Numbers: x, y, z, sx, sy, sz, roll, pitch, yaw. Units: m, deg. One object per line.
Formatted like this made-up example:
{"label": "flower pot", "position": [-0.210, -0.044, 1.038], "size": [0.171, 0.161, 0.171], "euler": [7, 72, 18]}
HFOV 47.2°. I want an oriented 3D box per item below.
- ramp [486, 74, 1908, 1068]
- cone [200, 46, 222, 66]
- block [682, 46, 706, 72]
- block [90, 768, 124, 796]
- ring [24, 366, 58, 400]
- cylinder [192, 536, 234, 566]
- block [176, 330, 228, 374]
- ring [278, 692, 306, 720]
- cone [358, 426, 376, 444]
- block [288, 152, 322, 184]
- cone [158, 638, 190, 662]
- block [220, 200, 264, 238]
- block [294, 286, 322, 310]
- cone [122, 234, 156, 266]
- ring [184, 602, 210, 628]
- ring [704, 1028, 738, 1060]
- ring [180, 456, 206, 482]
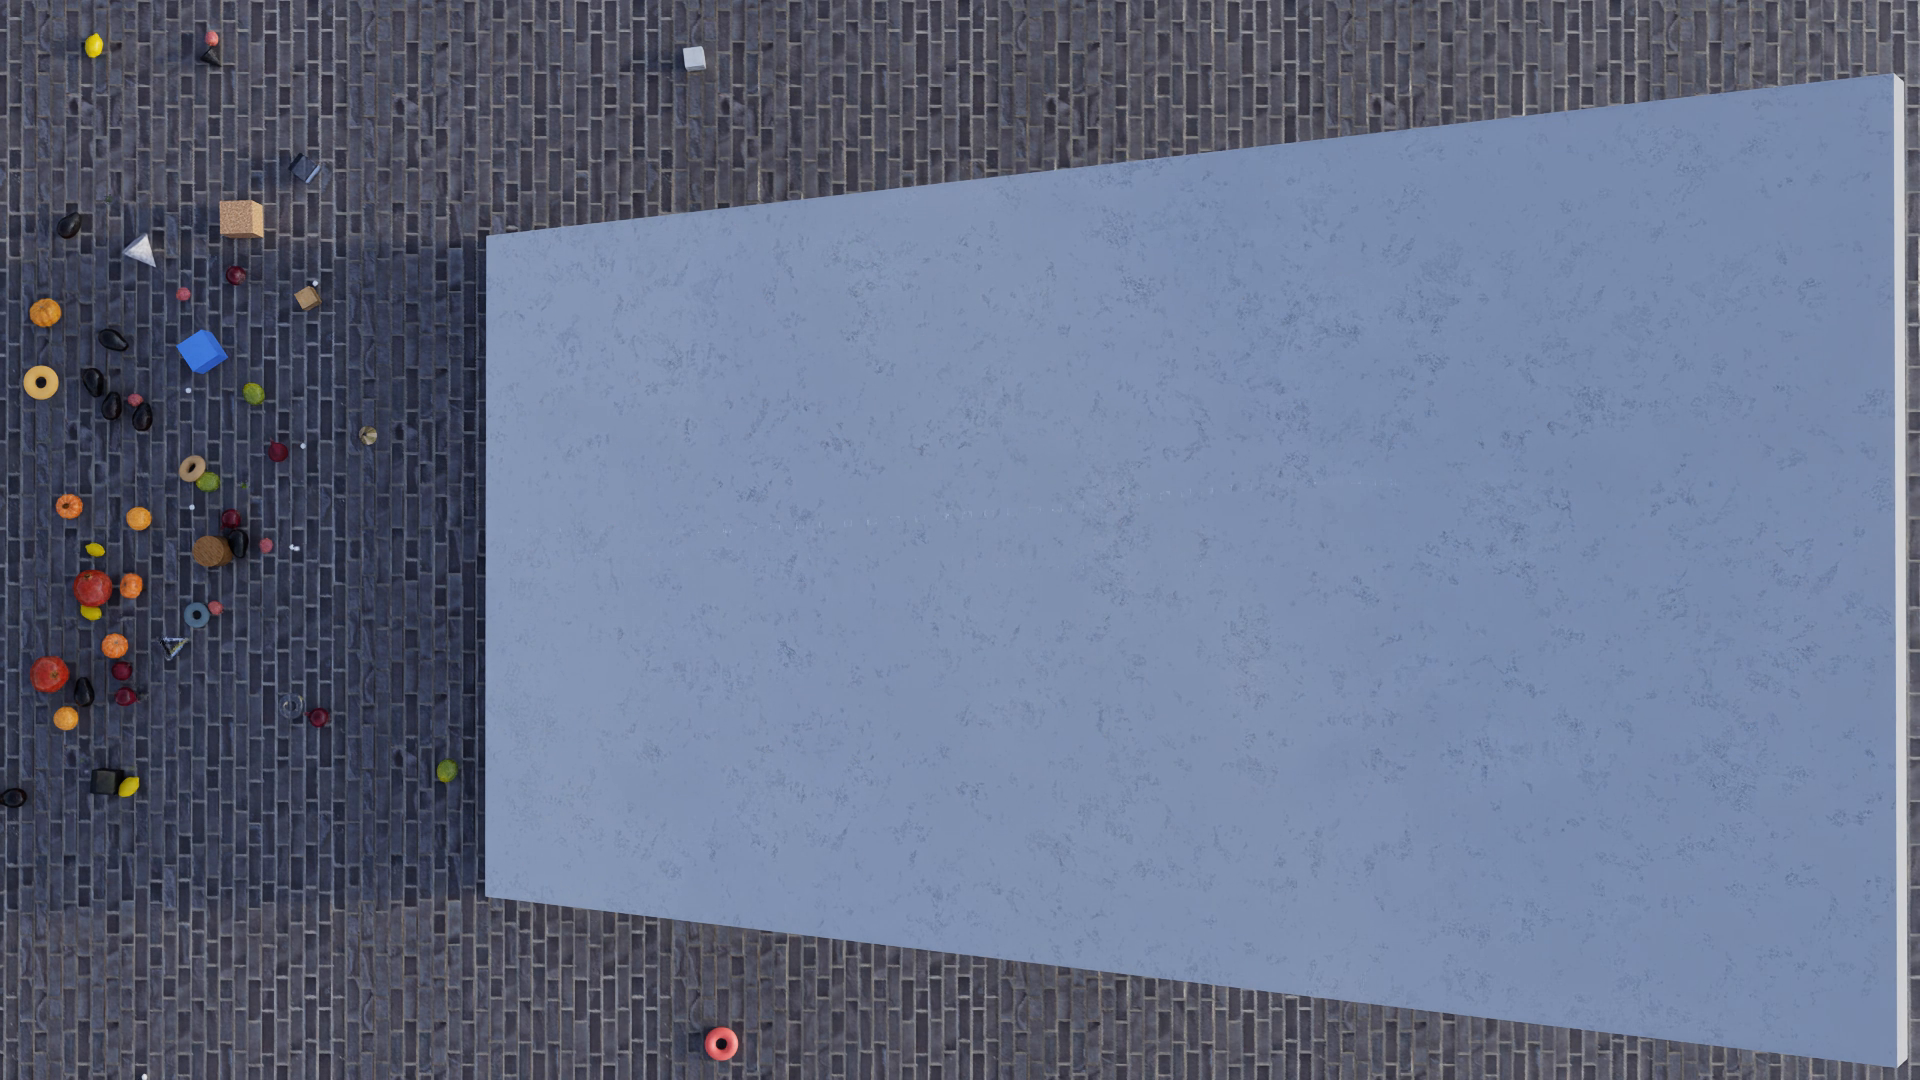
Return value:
{"label": "ramp", "position": [0.251, 0.069, 5.581], "size": [4.000, 0.100, 2.000], "euler": [0, 89, 34]}
{"label": "cone", "position": [-2.285, -1.471, 6.739], "size": [0.061, 0.061, 0.061], "euler": [-45, 116, 0]}
{"label": "block", "position": [-0.812, -1.471, 6.724], "size": [0.058, 0.058, 0.058], "euler": [-7, 90, 0]}
{"label": "block", "position": [-2.598, 0.736, 6.699], "size": [0.071, 0.071, 0.071], "euler": [5, 90, 0]}
{"label": "ring", "position": [-2.811, -0.482, 6.727], "size": [0.105, 0.035, 0.105], "euler": [0, 89, -1]}
{"label": "cylinder", "position": [-2.272, 0.034, 6.693], "size": [0.094, 0.094, 0.094], "euler": [0, 90, 0]}
{"label": "block", "position": [-2.308, -0.573, 6.699], "size": [0.092, 0.092, 0.092], "euler": [-33, 90, 0]}
{"label": "ring", "position": [-2.043, 0.508, 6.723], "size": [0.083, 0.028, 0.083], "euler": [0, 91, 0]}
{"label": "cone", "position": [-1.817, -0.321, 6.714], "size": [0.057, 0.057, 0.057], "euler": [0, 90, 0]}
{"label": "block", "position": [-2.001, -1.134, 6.718], "size": [0.064, 0.064, 0.064], "euler": [37, 90, 0]}
{"label": "cone", "position": [-2.395, 0.318, 6.719], "size": [0.082, 0.082, 0.082], "euler": [-25, 90, -27]}
{"label": "block", "position": [-2.189, -0.976, 6.699], "size": [0.099, 0.099, 0.099], "euler": [-2, 90, 0]}
{"label": "block", "position": [-1.992, -0.738, 6.720], "size": [0.052, 0.052, 0.052], "euler": [-30, 90, 0]}
{"label": "cone", "position": [-2.492, -0.870, 6.726], "size": [0.096, 0.096, 0.096], "euler": [-37, 116, 0]}
{"label": "ring", "position": [-2.334, 0.229, 6.725], "size": [0.080, 0.027, 0.080], "euler": [0, 88, 0]}
{"label": "ring", "position": [-0.728, 1.537, 6.711], "size": [0.102, 0.034, 0.102], "euler": [0, 89, 1]}
{"label": "ring", "position": [-2.344, -0.218, 6.714], "size": [0.089, 0.030, 0.089], "euler": [-9, 63, 18]}
